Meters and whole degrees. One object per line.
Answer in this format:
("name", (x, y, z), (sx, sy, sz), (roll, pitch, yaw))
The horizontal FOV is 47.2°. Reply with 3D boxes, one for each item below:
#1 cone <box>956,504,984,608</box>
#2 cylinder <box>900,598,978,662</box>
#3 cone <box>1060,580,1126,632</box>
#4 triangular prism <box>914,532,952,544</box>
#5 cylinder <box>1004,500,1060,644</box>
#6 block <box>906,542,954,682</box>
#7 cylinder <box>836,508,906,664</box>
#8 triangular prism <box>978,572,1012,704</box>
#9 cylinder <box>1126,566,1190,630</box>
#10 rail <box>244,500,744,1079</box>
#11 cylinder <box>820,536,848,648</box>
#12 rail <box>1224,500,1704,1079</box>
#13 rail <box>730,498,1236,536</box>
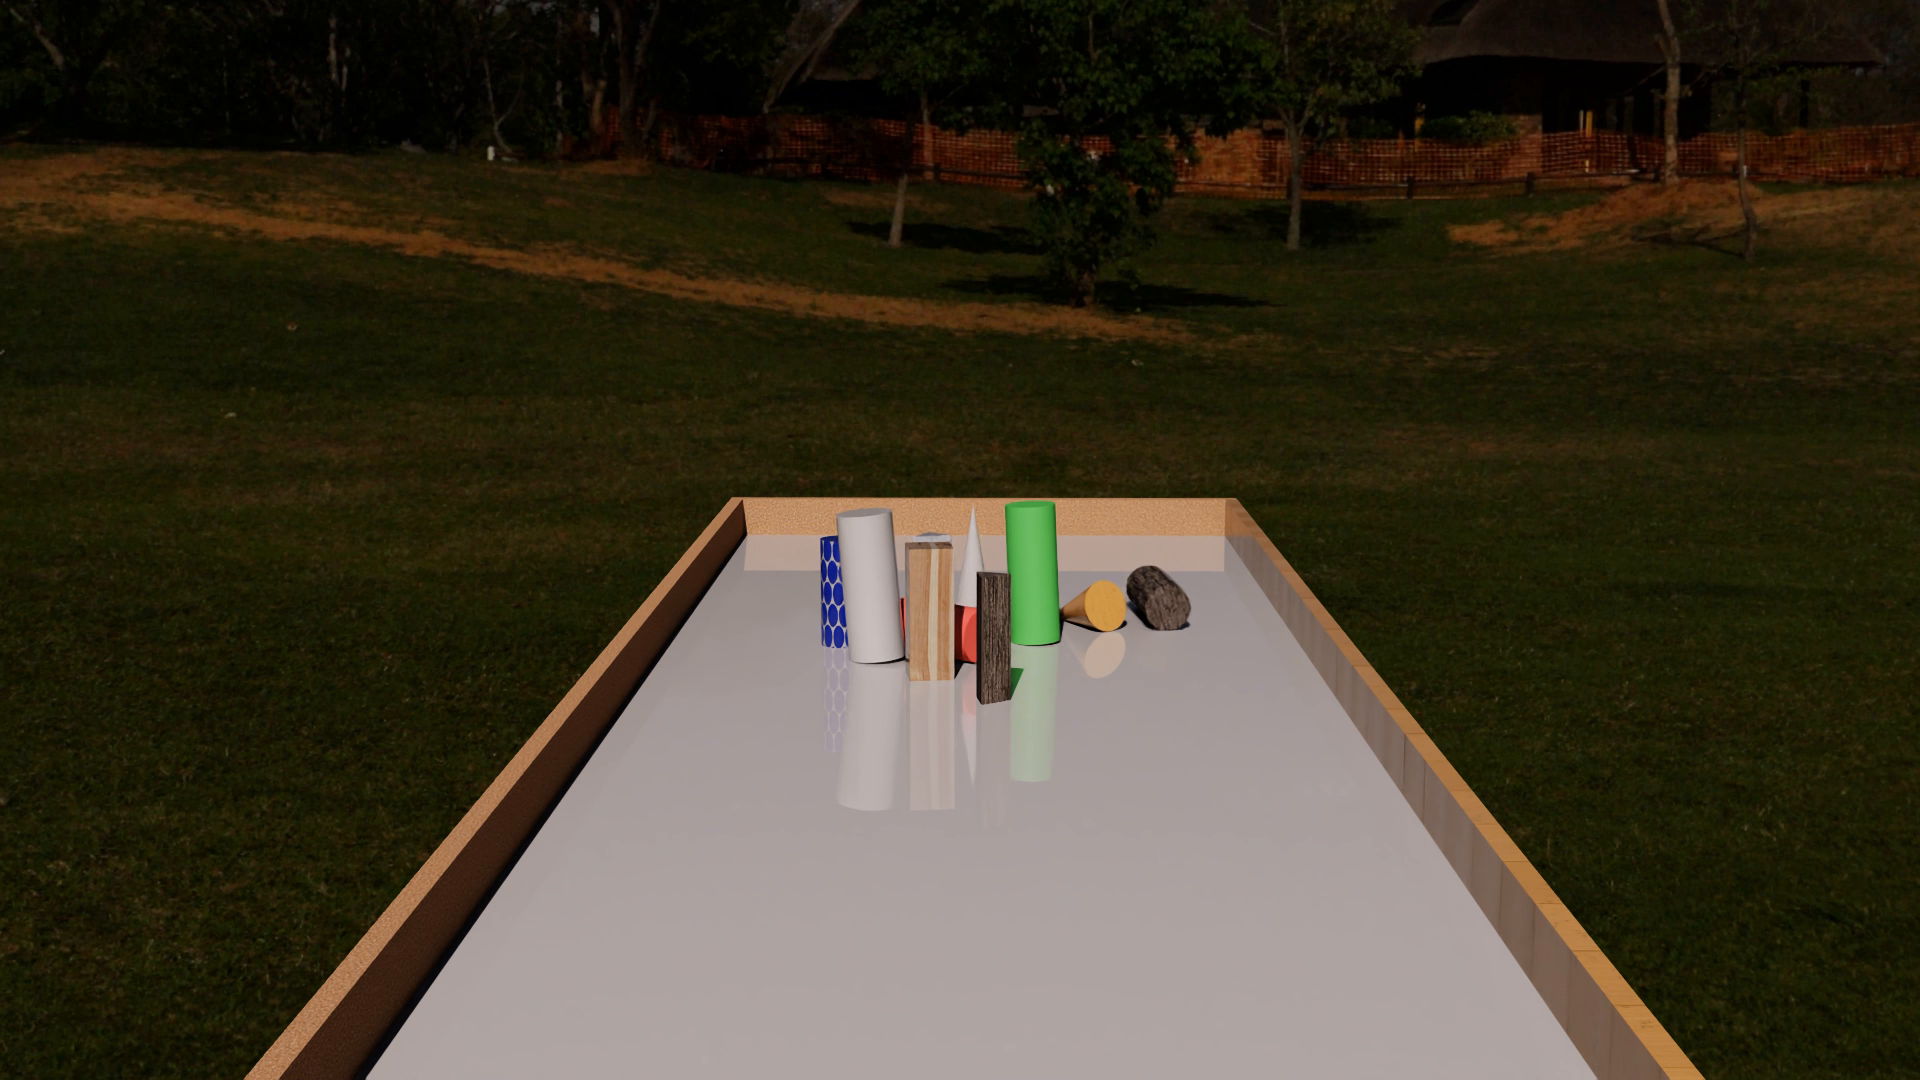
("cone", (0.041, 0.110, 6.860), (0.155, 0.456, 0.155), (0, 9, 0))
("cylinder", (-0.054, 0.275, 6.749), (0.312, 0.165, 0.165), (8, 12, 40))
("cone", (0.389, 0.235, 7.264), (0.168, 0.168, 0.302), (-6, -5, -35))
("triangular prism", (-0.088, 0.149, 6.976), (0.117, 0.339, 0.102), (-3, 8, -7))
("cylinder", (0.230, 0.102, 6.951), (0.159, 0.436, 0.159), (-3, 9, 0))
("block", (-0.089, 0.208, 6.452), (0.130, 0.389, 0.130), (-1, 9, -7))
("cylinder", (-0.271, 0.137, 6.679), (0.172, 0.446, 0.172), (-5, 9, 1))
("triangular prism", (0.075, 0.271, 6.154), (0.102, 0.359, 0.088), (-7, 11, -37))
("cylinder", (0.658, 0.191, 7.331), (0.148, 0.148, 0.394), (-1, 9, -5))
("rail", (-1.004, 0.839, 3.234), (0.050, 0.150, 12.000), (0, 9, 1))
("cylinder", (-0.374, 0.162, 6.916), (0.129, 0.336, 0.129), (0, 9, 0))
("rail", (1.046, 0.843, 3.208), (0.050, 0.150, 12.000), (0, 9, 1))
("rail", (0.099, -0.098, 9.147), (2.100, 0.150, 0.050), (0, 9, 1))
